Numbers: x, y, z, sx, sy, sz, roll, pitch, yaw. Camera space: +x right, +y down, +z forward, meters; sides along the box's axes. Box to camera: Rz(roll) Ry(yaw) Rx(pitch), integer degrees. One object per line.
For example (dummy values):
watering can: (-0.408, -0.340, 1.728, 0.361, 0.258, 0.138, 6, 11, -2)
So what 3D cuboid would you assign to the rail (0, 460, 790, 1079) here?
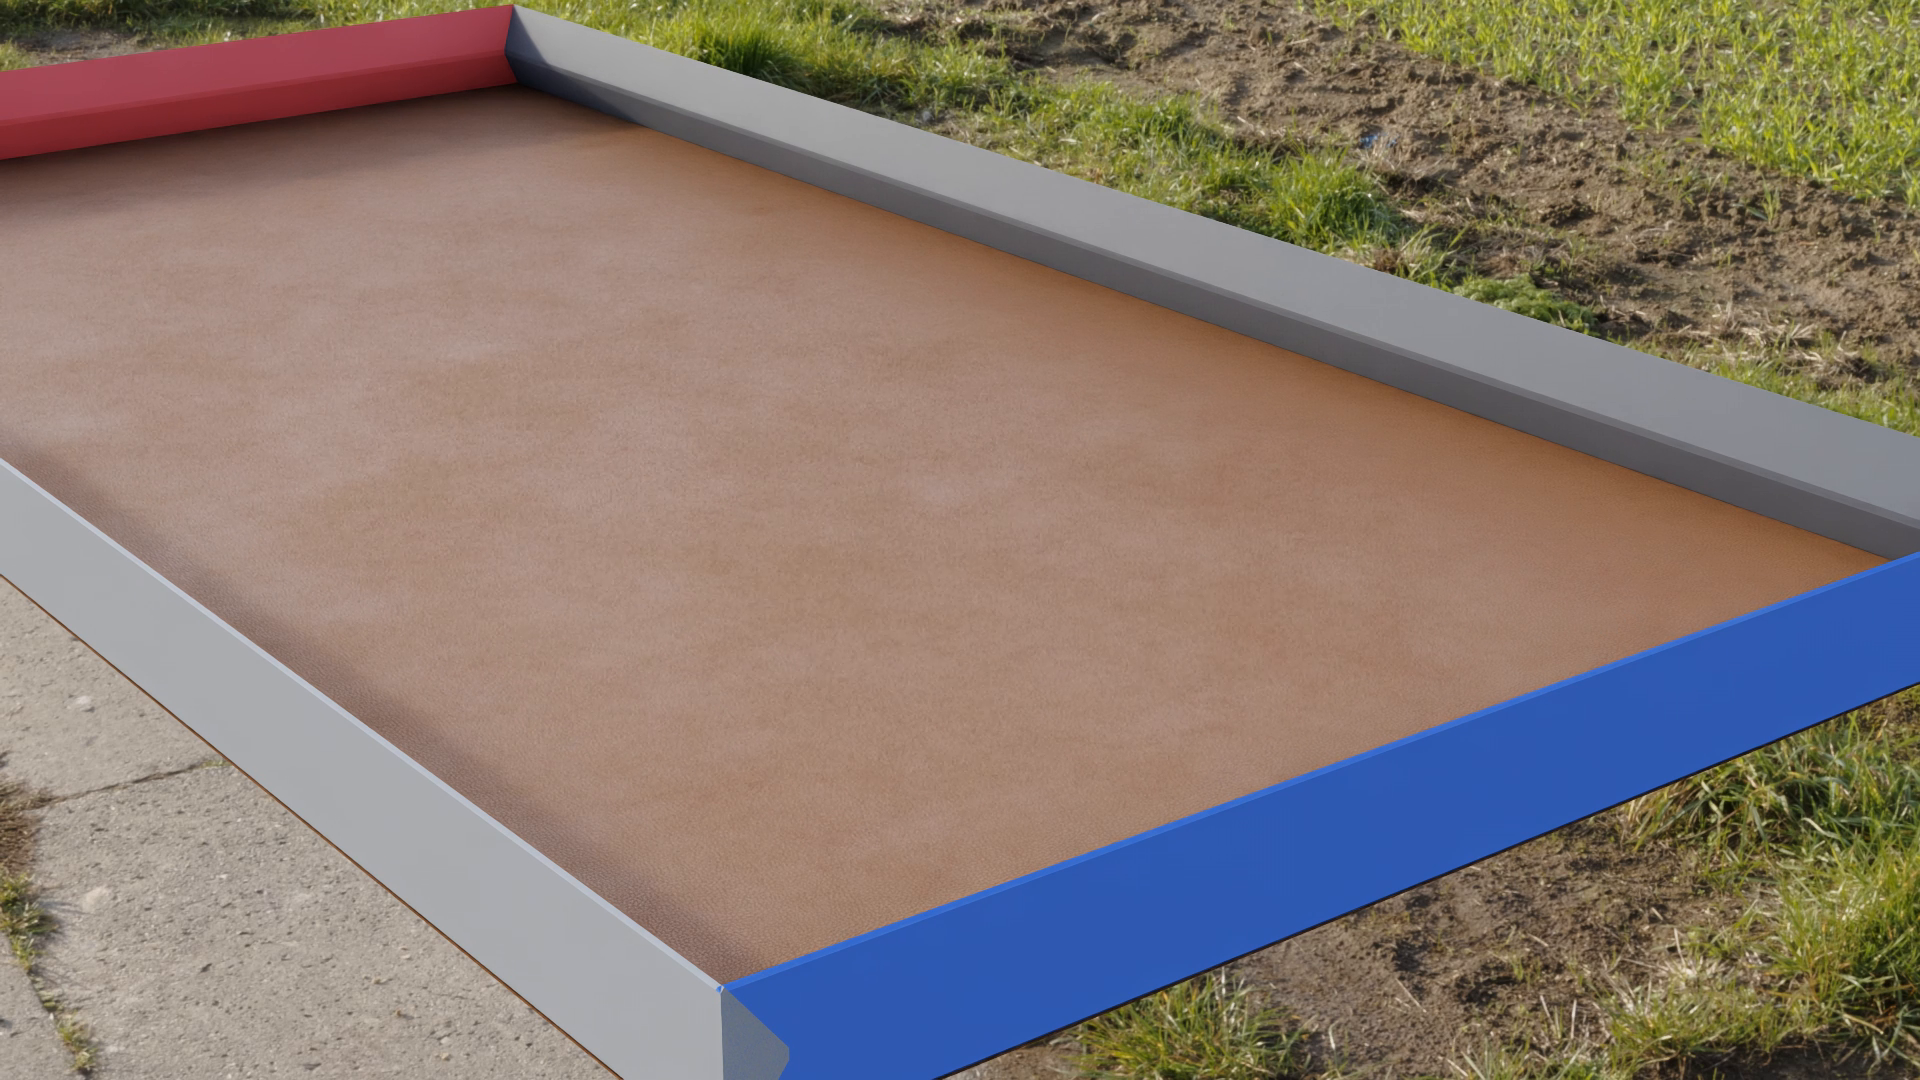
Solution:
rail: (-0.923, -0.076, 2.695, 0.045, 0.117, 2.655, -15, 26, -34)

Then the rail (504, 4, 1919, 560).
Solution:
rail: (0.118, -0.362, 3.435, 0.045, 0.117, 2.655, -15, 26, -34)

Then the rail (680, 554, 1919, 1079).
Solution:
rail: (0.388, 0.156, 2.099, 1.356, 0.117, 0.045, -15, 26, -34)

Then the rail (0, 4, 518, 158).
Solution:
rail: (-1.193, -0.594, 4.032, 1.356, 0.117, 0.045, -15, 26, -34)
